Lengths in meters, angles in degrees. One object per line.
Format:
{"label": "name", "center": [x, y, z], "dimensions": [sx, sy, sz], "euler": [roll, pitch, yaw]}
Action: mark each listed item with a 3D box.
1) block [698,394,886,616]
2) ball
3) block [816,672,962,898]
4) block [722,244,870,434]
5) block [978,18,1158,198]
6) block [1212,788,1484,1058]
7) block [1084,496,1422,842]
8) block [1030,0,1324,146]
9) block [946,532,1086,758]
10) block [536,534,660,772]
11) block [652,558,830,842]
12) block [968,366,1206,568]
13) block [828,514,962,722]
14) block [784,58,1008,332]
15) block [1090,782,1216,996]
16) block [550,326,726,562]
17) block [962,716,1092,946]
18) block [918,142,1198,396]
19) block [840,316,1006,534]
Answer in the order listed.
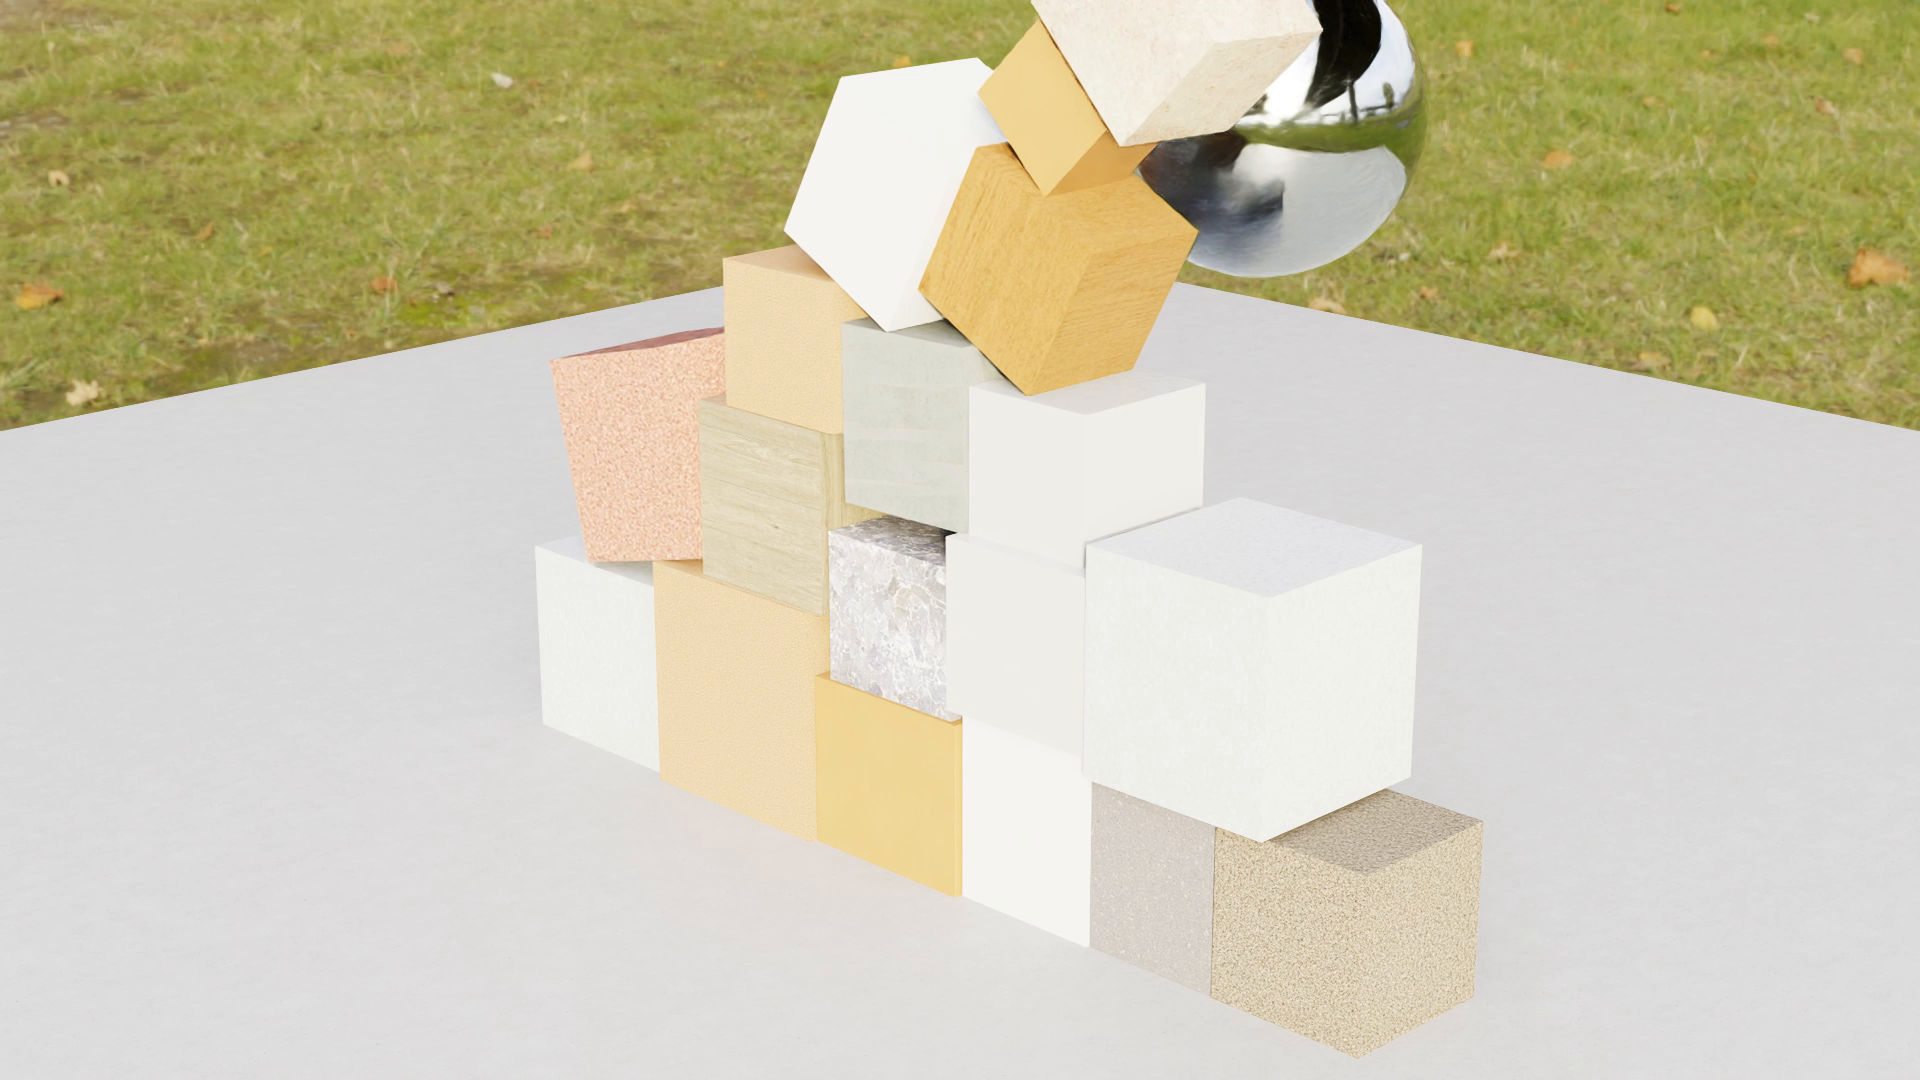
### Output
{"label": "block", "center": [-0.603, -0.252, 13.898], "dimensions": [0.921, 0.872, 0.841], "euler": [-17, 24, -42]}
{"label": "ball", "center": [1.467, -2.074, 14.227], "dimensions": [1.600, 1.600, 1.600], "euler": [0, 17, 0]}
{"label": "block", "center": [-0.037, 1.028, 13.694], "dimensions": [0.879, 0.828, 0.916], "euler": [-17, 24, -42]}
{"label": "block", "center": [-0.535, -0.969, 13.569], "dimensions": [0.824, 0.693, 0.736], "euler": [-17, 24, -42]}
{"label": "block", "center": [0.527, -1.849, 12.207], "dimensions": [0.506, 0.554, 0.554], "euler": [-18, -19, -44]}
{"label": "block", "center": [1.599, 1.534, 12.140], "dimensions": [0.786, 0.794, 0.770], "euler": [-17, 24, -42]}
{"label": "block", "center": [1.213, 0.511, 12.230], "dimensions": [0.989, 1.031, 0.968], "euler": [-17, 24, -42]}
{"label": "block", "center": [0.859, -2.121, 11.777], "dimensions": [0.663, 0.773, 0.658], "euler": [-15, -21, -43]}
{"label": "block", "center": [0.564, 0.360, 12.862], "dimensions": [0.920, 0.802, 0.847], "euler": [-17, 24, -42]}
{"label": "block", "center": [-1.515, 0.513, 15.089], "dimensions": [0.845, 0.974, 1.021], "euler": [-17, 24, -42]}
{"label": "block", "center": [-0.747, 0.660, 14.348], "dimensions": [0.993, 1.138, 1.107], "euler": [-17, 24, -42]}
{"label": "block", "center": [0.547, -0.350, 12.678], "dimensions": [0.757, 0.664, 0.682], "euler": [-17, 24, -42]}
{"label": "block", "center": [-0.008, 0.291, 13.469], "dimensions": [0.878, 0.711, 0.789], "euler": [-17, 24, -42]}
{"label": "block", "center": [-0.121, -1.542, 13.006], "dimensions": [0.837, 0.823, 0.753], "euler": [-17, 52, -43]}
{"label": "block", "center": [1.093, 1.356, 12.645], "dimensions": [0.816, 0.830, 0.682], "euler": [-17, 24, -42]}
{"label": "block", "center": [-1.335, -0.492, 14.556], "dimensions": [0.853, 1.027, 0.914], "euler": [-17, 10, -42]}
{"label": "block", "center": [0.569, 1.172, 13.117], "dimensions": [0.817, 0.899, 0.757], "euler": [-17, 24, -42]}
{"label": "block", "center": [0.411, -1.196, 12.557], "dimensions": [0.664, 0.755, 0.756], "euler": [-17, 52, -43]}
{"label": "block", "center": [0.012, -0.575, 13.143], "dimensions": [0.756, 0.829, 0.763], "euler": [-17, 23, -42]}
